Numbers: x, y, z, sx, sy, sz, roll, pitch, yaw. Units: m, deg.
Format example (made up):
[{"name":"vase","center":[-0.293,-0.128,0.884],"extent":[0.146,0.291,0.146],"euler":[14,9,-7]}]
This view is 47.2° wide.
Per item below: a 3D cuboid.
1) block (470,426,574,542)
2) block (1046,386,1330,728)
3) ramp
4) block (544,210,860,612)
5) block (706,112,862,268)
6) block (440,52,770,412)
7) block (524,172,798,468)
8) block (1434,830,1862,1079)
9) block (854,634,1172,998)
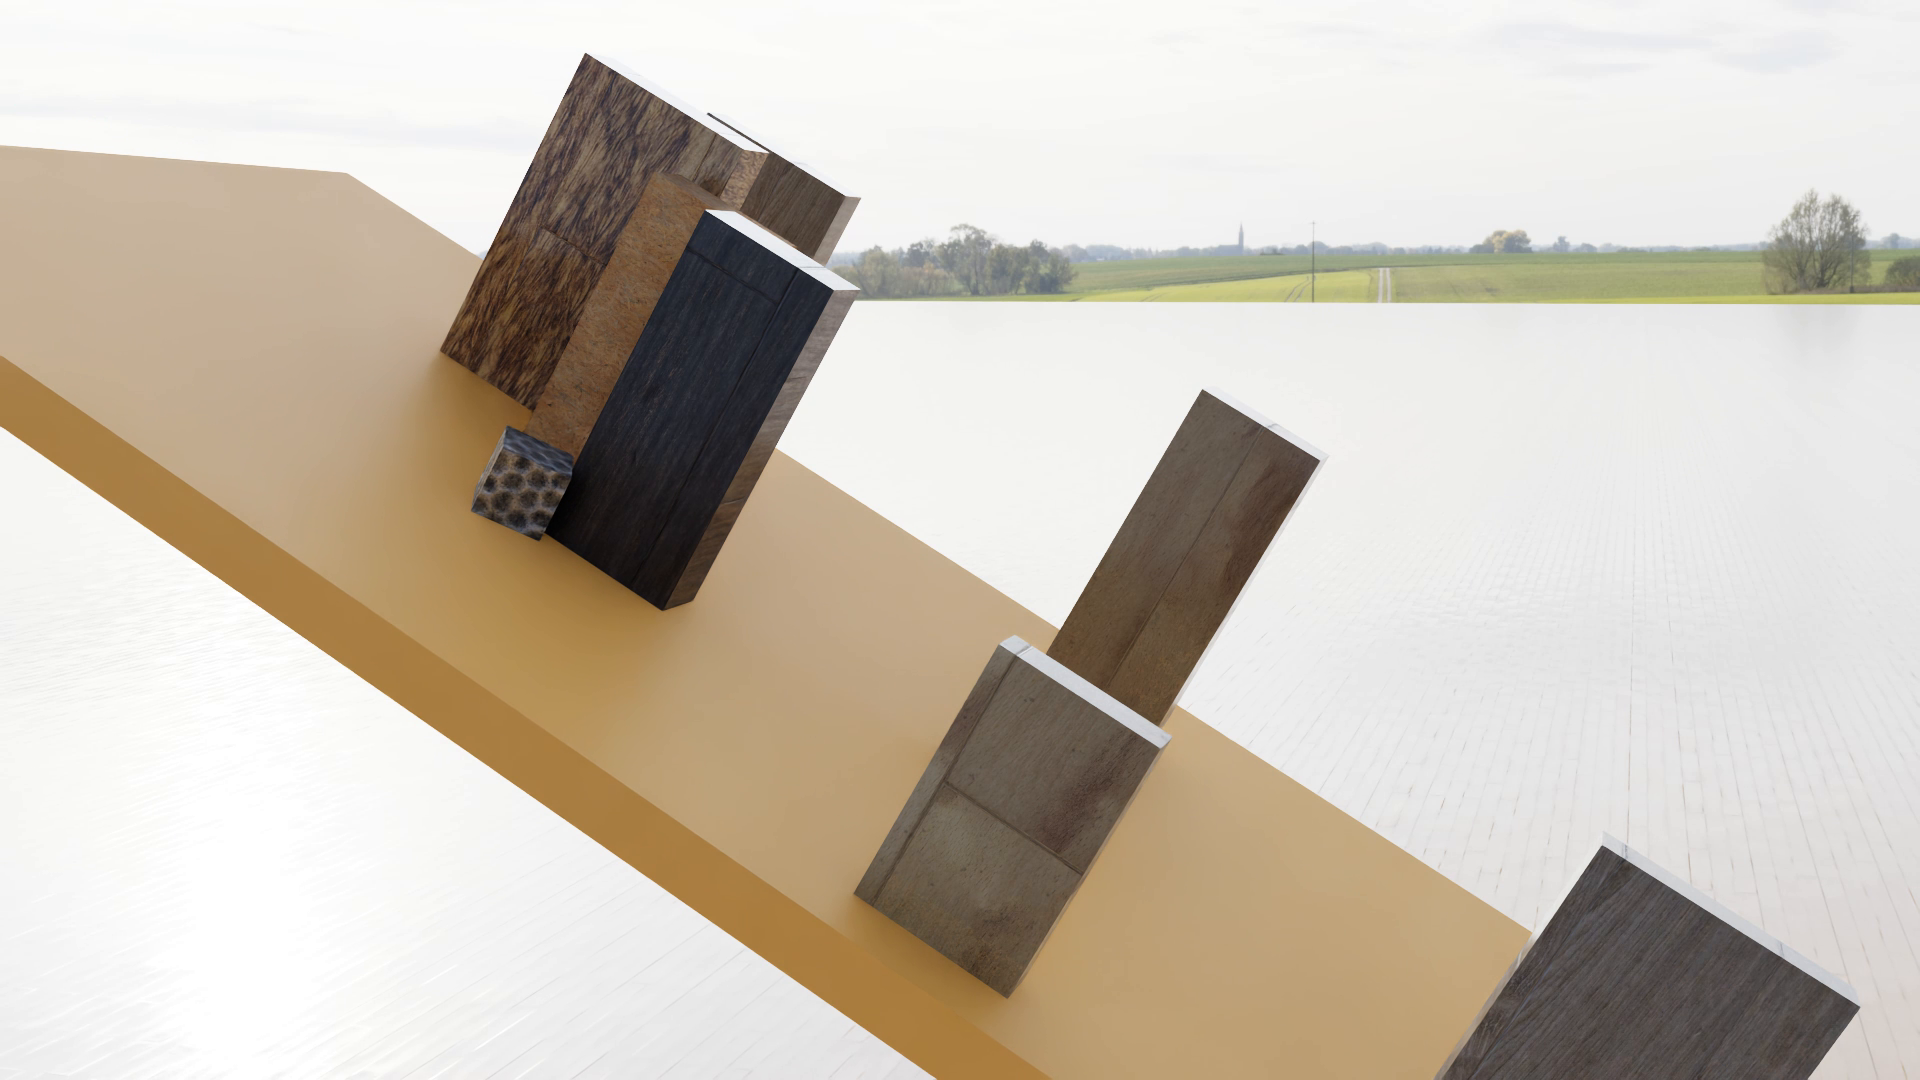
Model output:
[{"name":"block","center":[-0.773,-0.101,3.890],"extent":[0.130,0.130,0.130],"euler":[25,15,-16]},{"name":"block","center":[0.440,0.067,4.477],"extent":[0.274,0.717,0.131],"euler":[33,15,11]},{"name":"ramp","center":[-0.183,0.301,4.127],"extent":[4.000,0.100,2.000],"euler":[33,15,11]},{"name":"block","center":[-0.460,-0.227,3.873],"extent":[0.271,0.650,0.131],"euler":[33,15,11]},{"name":"block","center":[-0.538,-0.575,4.907],"extent":[0.371,0.645,0.103],"euler":[33,15,11]},{"name":"block","center":[-0.730,-0.585,4.485],"extent":[0.393,0.689,0.128],"euler":[33,15,11]},{"name":"block","center":[-0.588,-0.382,4.272],"extent":[0.280,0.591,0.121],"euler":[33,15,11]},{"name":"block","center":[0.935,0.792,3.178],"extent":[0.403,0.620,0.085],"euler":[33,15,11]},{"name":"block","center":[0.074,0.401,3.195],"extent":[0.273,0.443,0.084],"euler":[33,15,11]}]
